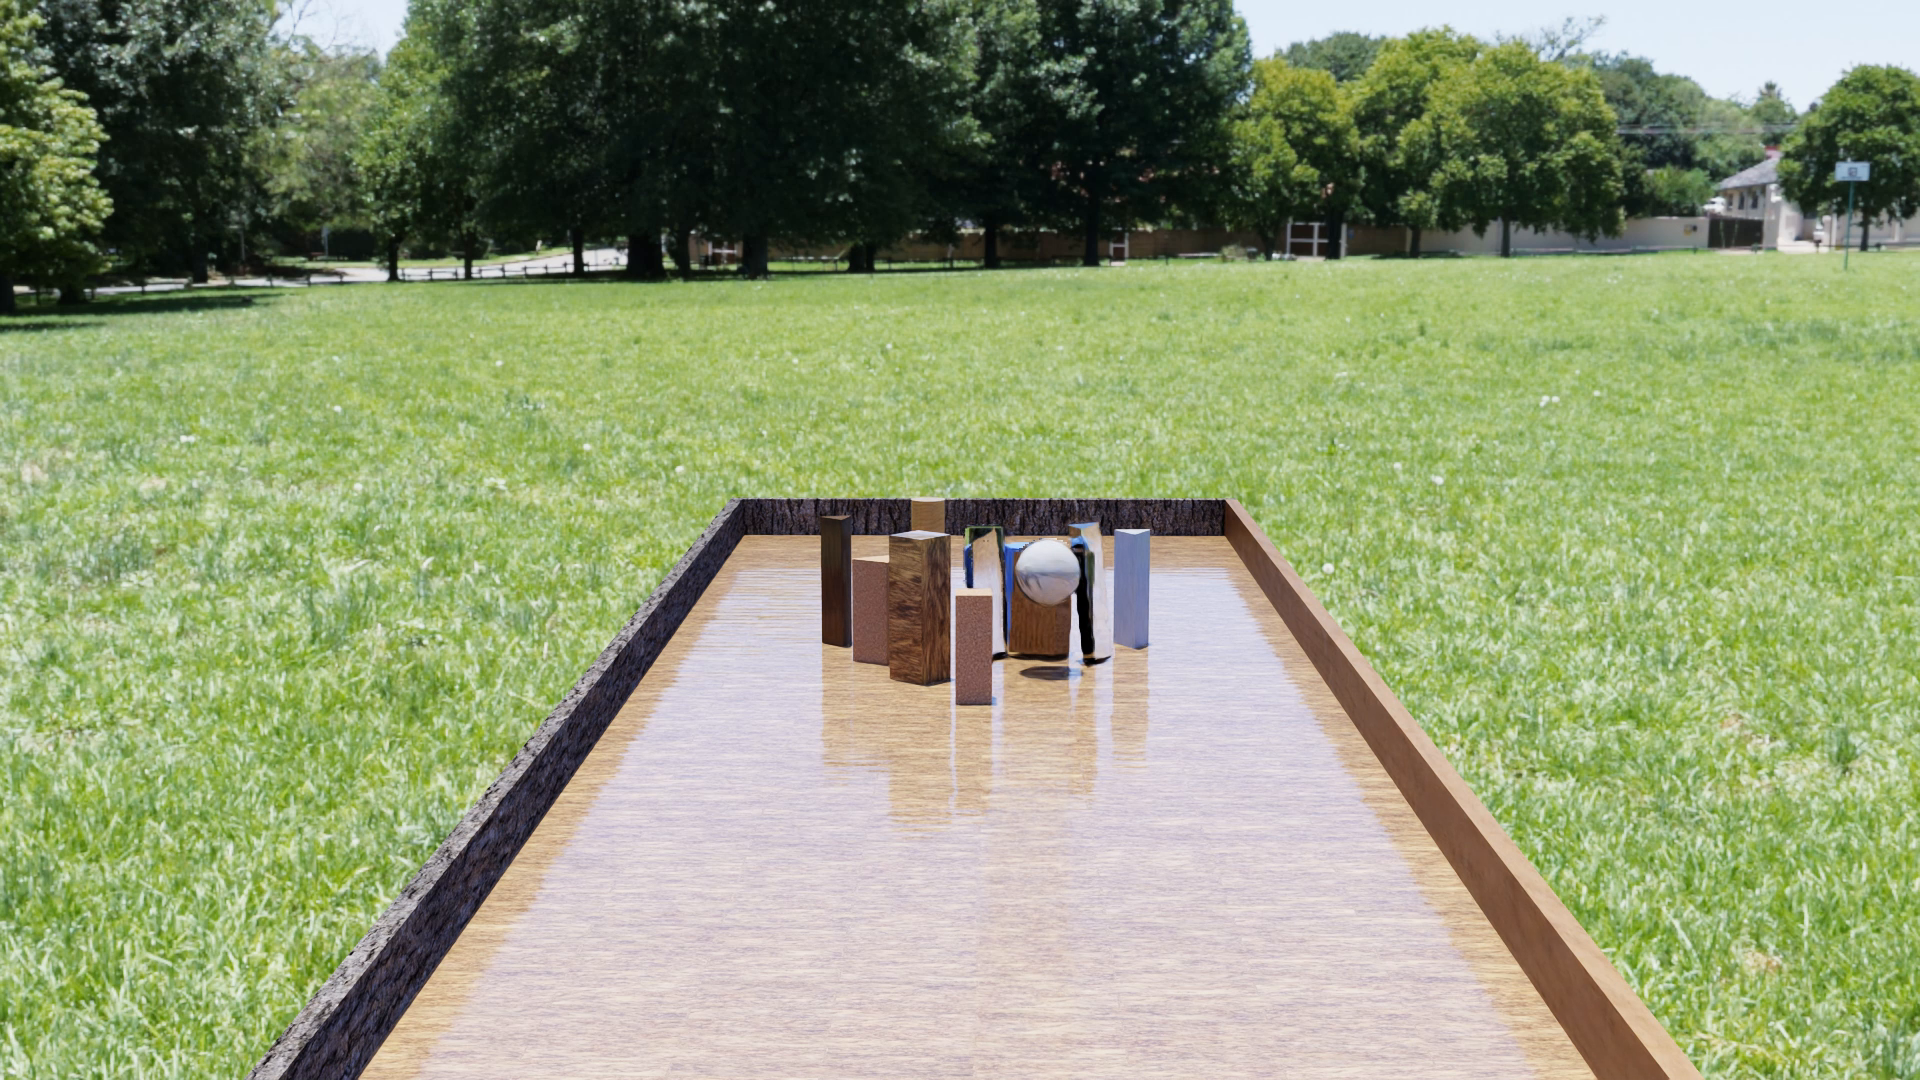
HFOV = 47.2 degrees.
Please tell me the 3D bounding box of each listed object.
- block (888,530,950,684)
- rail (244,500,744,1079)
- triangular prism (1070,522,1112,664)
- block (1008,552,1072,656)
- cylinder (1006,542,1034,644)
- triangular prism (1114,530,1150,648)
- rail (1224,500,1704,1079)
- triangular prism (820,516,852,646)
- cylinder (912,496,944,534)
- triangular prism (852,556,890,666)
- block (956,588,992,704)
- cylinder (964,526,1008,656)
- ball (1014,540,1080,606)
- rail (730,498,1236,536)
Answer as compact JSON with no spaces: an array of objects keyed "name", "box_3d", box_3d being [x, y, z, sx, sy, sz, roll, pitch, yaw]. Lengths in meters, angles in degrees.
[{"name":"block","box_3d":[-0.116,0.195,6.416,0.127,0.426,0.127,8,12,41]},{"name":"rail","box_3d":[-1.004,0.839,3.234,0.050,0.150,12.000,0,9,1]},{"name":"triangular prism","box_3d":[0.384,0.159,6.661,0.078,0.418,0.091,3,15,38]},{"name":"block","box_3d":[0.251,0.192,6.758,0.145,0.308,0.145,4,2,21]},{"name":"cylinder","box_3d":[0.210,0.170,6.947,0.133,0.309,0.133,0,9,0]},{"name":"triangular prism","box_3d":[0.555,0.149,6.912,0.095,0.361,0.110,-5,10,-31]},{"name":"rail","box_3d":[1.046,0.843,3.208,0.050,0.150,12.000,0,9,1]},{"name":"triangular prism","box_3d":[-0.374,0.126,6.927,0.096,0.403,0.083,8,12,43]},{"name":"cylinder","box_3d":[-0.100,0.099,6.914,0.106,0.460,0.106,0,9,0]},{"name":"triangular prism","box_3d":[-0.242,0.210,6.683,0.130,0.314,0.112,5,11,31]},{"name":"block","box_3d":[0.038,0.297,6.152,0.102,0.308,0.102,0,9,0]},{"name":"cylinder","box_3d":[0.079,0.156,6.742,0.122,0.391,0.122,-2,3,0]},{"name":"ball","box_3d":[0.259,0.098,6.496,0.194,0.194,0.194,0,9,0]},{"name":"rail","box_3d":[0.099,-0.098,9.147,2.100,0.150,0.050,0,9,1]}]
